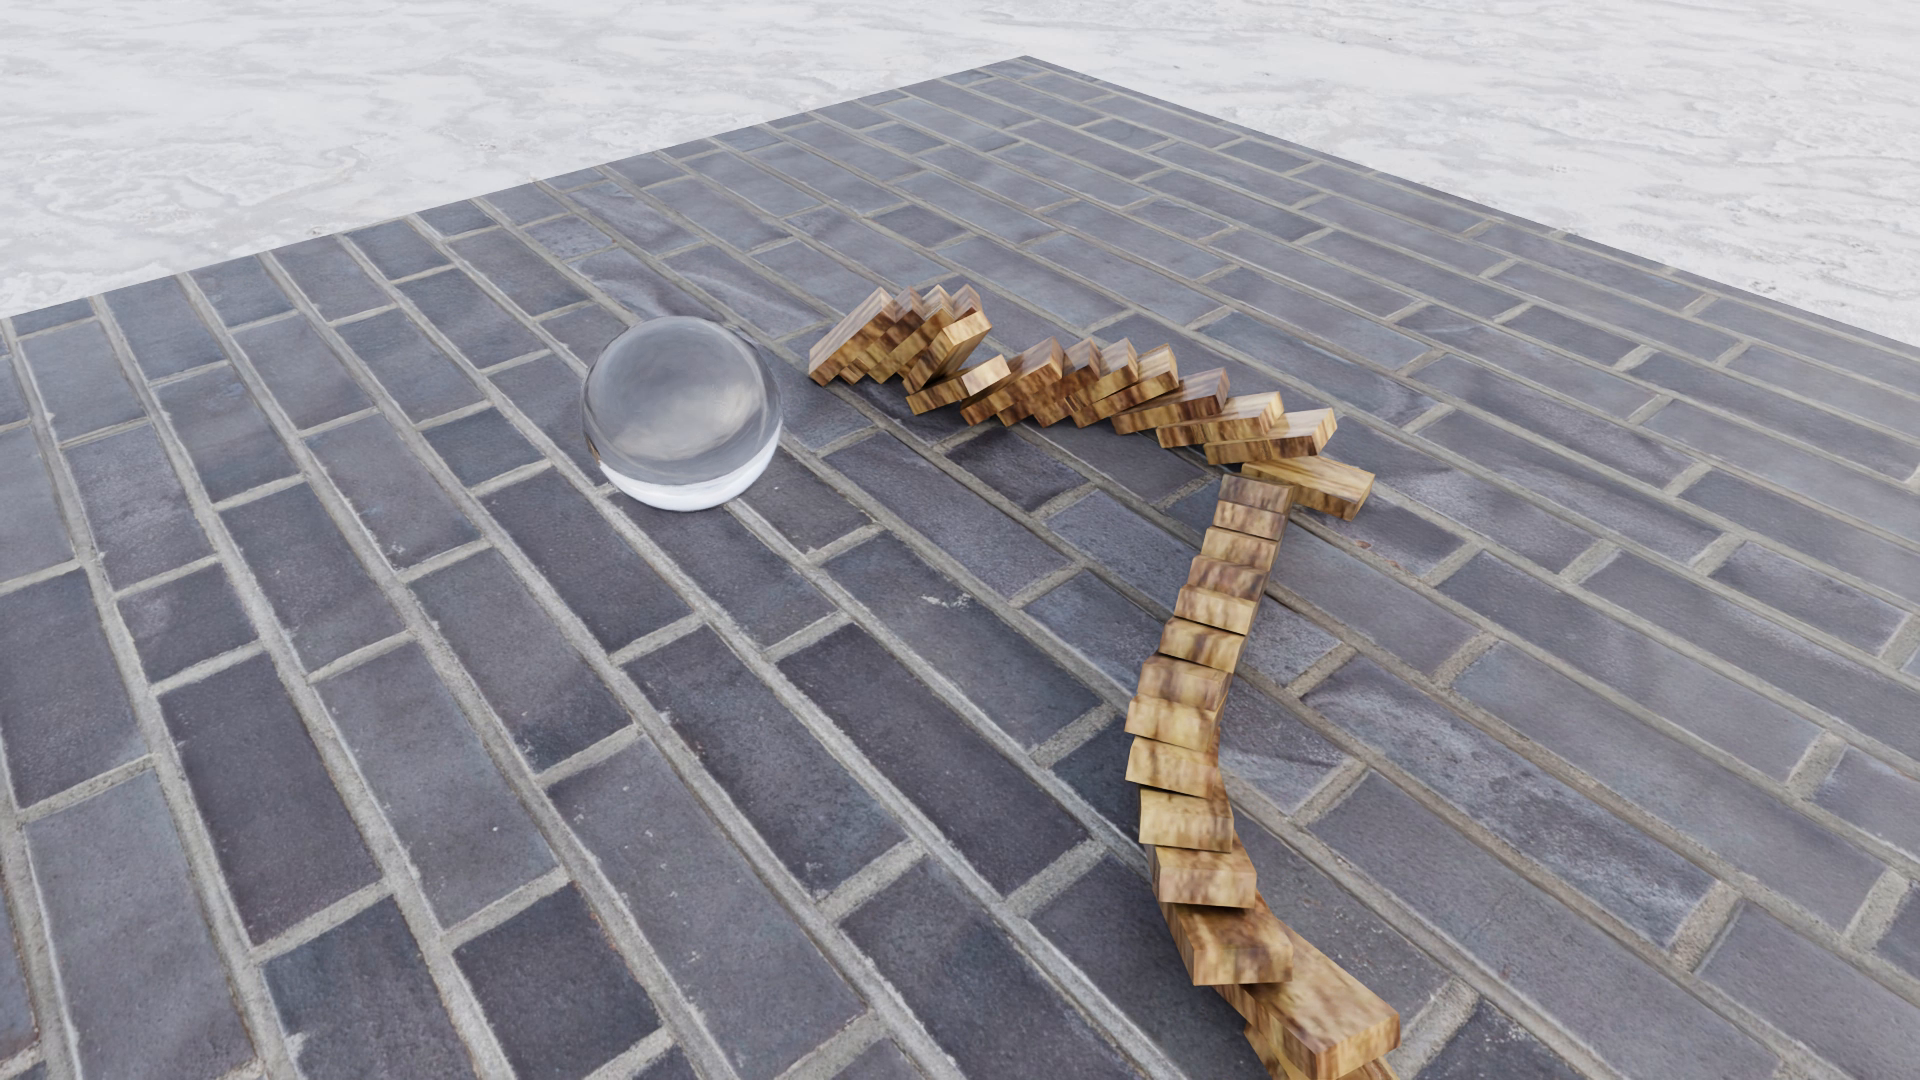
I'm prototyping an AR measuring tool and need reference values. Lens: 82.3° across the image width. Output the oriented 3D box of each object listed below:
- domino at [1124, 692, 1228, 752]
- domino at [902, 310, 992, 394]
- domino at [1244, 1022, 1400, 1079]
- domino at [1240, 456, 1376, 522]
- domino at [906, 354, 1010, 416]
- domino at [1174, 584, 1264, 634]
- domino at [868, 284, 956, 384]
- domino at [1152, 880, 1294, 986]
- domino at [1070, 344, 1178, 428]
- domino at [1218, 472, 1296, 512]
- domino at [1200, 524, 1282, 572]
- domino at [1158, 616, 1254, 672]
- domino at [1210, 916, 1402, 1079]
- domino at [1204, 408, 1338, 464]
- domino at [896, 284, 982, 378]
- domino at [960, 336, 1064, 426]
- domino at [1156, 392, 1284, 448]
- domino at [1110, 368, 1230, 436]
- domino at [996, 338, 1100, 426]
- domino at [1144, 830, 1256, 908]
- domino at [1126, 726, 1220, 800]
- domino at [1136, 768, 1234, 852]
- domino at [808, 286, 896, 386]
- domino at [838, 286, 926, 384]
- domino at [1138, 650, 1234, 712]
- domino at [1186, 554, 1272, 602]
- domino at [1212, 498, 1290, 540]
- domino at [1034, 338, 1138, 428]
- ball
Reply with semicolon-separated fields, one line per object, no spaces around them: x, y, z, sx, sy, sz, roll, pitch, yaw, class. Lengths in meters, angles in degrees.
0.071;0.055;0.355;0.025;0.010;0.050;12;7;18;domino
-0.007;-0.087;0.521;0.025;0.050;0.009;-32;85;-33;domino
0.096;0.139;0.274;0.025;0.009;0.050;-15;42;-17;domino
0.150;-0.027;0.476;0.050;0.010;0.025;23;45;25;domino
-0.001;-0.071;0.507;0.025;0.009;0.050;-33;13;-29;domino
0.094;0.022;0.396;0.025;0.009;0.050;15;10;18;domino
-0.025;-0.101;0.543;0.050;0.010;0.025;-37;34;22;domino
0.070;0.102;0.300;0.025;0.010;0.050;-2;9;-2;domino
0.076;-0.072;0.512;0.050;0.009;0.025;-22;33;23;domino
0.122;-0.020;0.447;0.025;0.009;0.050;15;9;19;domino
0.109;0.001;0.422;0.025;0.010;0.050;15;10;18;domino
0.087;0.033;0.384;0.025;0.010;0.050;15;11;18;domino
0.086;0.117;0.284;0.025;0.009;0.050;-15;16;-19;domino
0.135;-0.045;0.478;0.050;0.010;0.025;-3;30;42;domino
-0.011;-0.102;0.544;0.050;0.010;0.025;-37;34;22;domino
0.024;-0.074;0.512;0.050;0.010;0.025;-26;31;26;domino
0.116;-0.054;0.492;0.050;0.009;0.025;-3;30;41;domino
0.096;-0.064;0.505;0.050;0.010;0.025;-10;32;30;domino
0.041;-0.073;0.512;0.050;0.009;0.025;-25;32;26;domino
0.067;0.089;0.314;0.025;0.009;0.050;3;6;4;domino
0.067;0.066;0.342;0.025;0.010;0.050;10;7;13;domino
0.066;0.078;0.327;0.025;0.010;0.050;4;5;8;domino
-0.053;-0.100;0.541;0.050;0.009;0.025;-37;34;22;domino
-0.039;-0.101;0.542;0.050;0.010;0.025;-37;34;22;domino
0.077;0.045;0.368;0.025;0.009;0.050;13;7;18;domino
0.101;0.012;0.409;0.025;0.010;0.050;15;10;18;domino
0.116;-0.009;0.435;0.025;0.009;0.050;15;9;17;domino
0.058;-0.073;0.512;0.050;0.009;0.025;-25;32;25;domino
-0.113;-0.052;0.451;0.080;0.080;0.080;0;39;0;ball
